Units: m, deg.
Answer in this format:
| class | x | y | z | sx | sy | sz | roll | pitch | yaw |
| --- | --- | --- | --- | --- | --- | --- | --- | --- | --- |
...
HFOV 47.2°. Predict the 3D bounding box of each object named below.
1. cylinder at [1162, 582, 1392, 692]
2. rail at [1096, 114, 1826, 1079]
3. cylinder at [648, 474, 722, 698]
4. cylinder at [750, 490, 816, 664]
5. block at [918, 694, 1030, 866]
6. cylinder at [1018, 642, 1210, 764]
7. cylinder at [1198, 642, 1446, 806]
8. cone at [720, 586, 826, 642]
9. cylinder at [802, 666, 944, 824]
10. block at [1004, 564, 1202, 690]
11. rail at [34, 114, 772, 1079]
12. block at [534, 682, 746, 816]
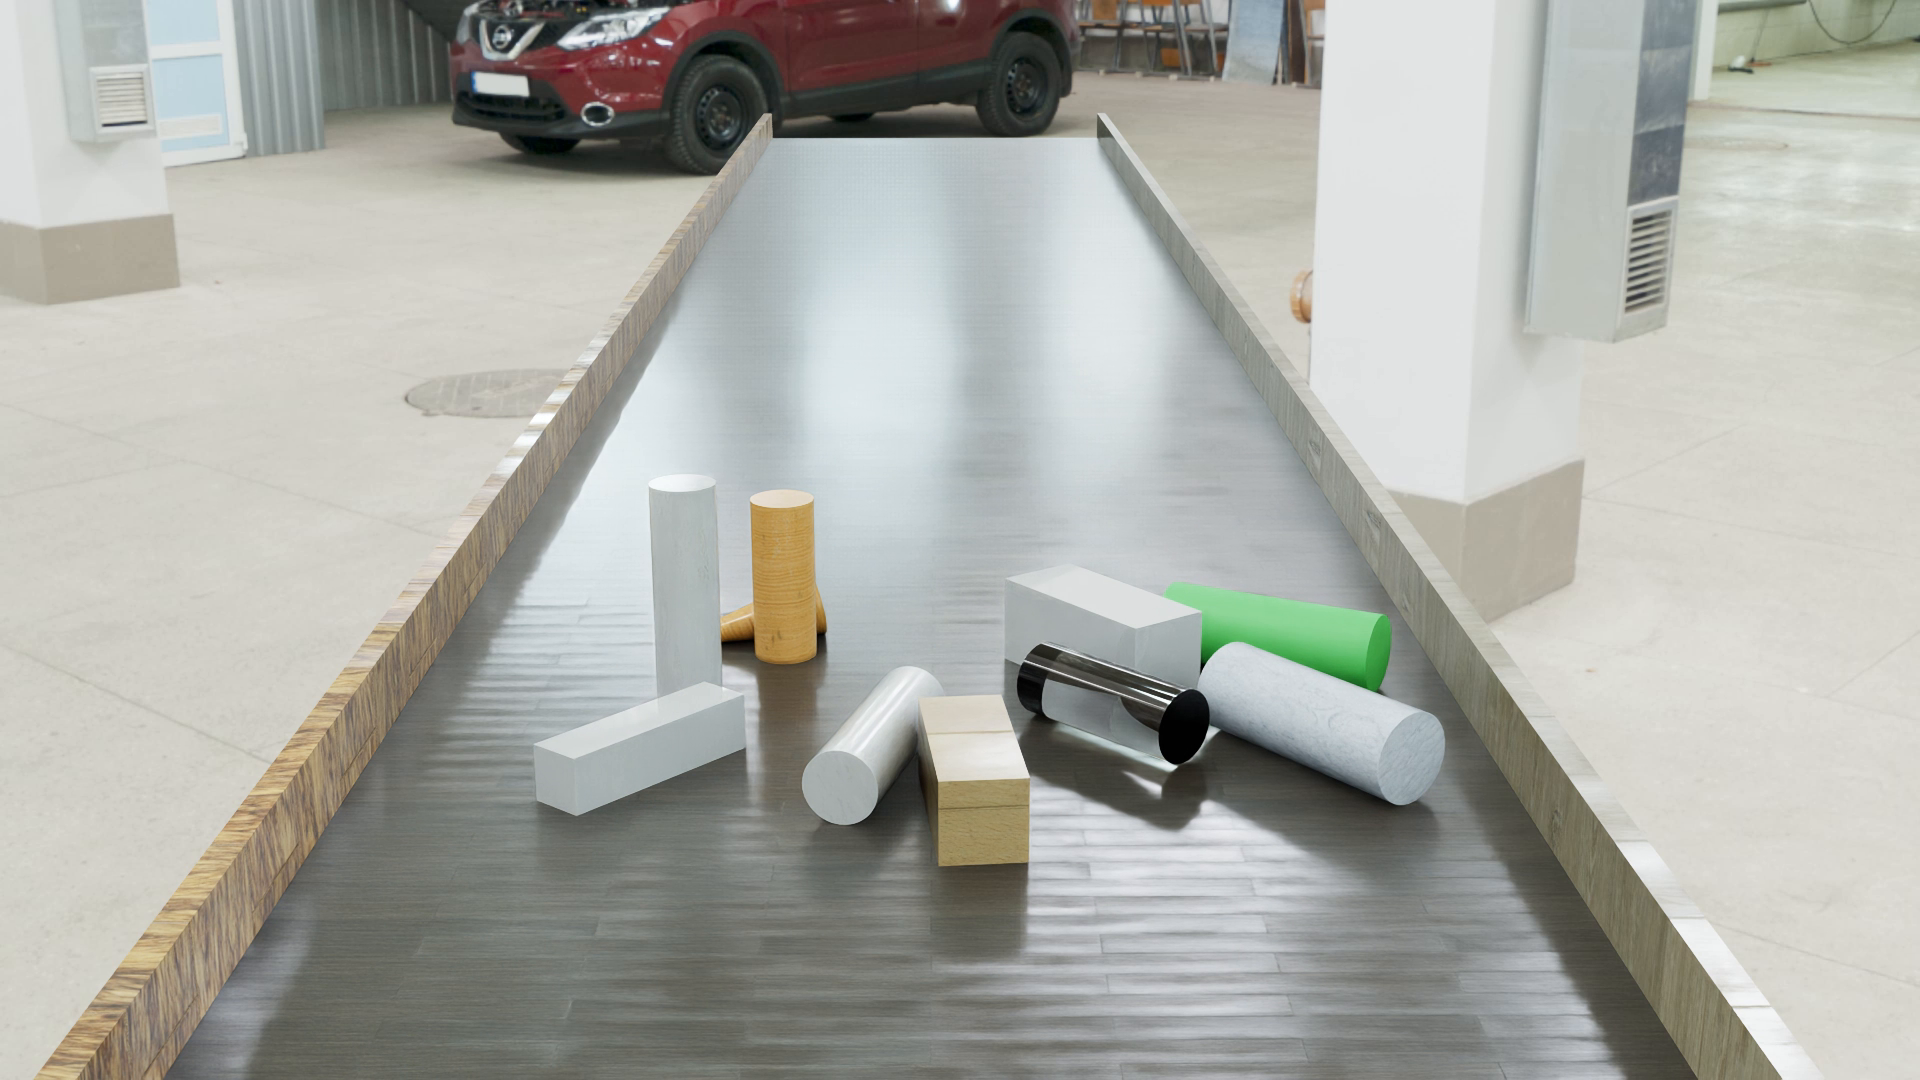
| class | x | y | z | sx | sy | sz | roll | pitch | yaw |
| --- | --- | --- | --- | --- | --- | --- | --- | --- | --- |
| cylinder | 0.614 | 0.189 | 4.322 | 0.432 | 0.153 | 0.153 | 9 | 19 | 27 |
| rail | 0.932 | -0.844 | 7.801 | 0.050 | 0.150 | 12.000 | 0 | 17 | -1 |
| cylinder | -0.511 | 0.104 | 4.111 | 0.124 | 0.437 | 0.124 | 0 | 17 | 0 |
| cylinder | -0.352 | 0.073 | 4.402 | 0.126 | 0.326 | 0.126 | 0 | 18 | 0 |
| block | 0.019 | 0.393 | 3.652 | 0.145 | 0.145 | 0.374 | -2 | 17 | -6 |
| cylinder | 0.276 | 0.293 | 4.000 | 0.137 | 0.137 | 0.350 | -15 | 22 | -41 |
| cylinder | 0.628 | 0.317 | 3.872 | 0.165 | 0.165 | 0.444 | -12 | 20 | -35 |
| cone | -0.457 | 0.177 | 4.524 | 0.344 | 0.125 | 0.125 | -15 | 20 | -13 |
| cylinder | -0.143 | 0.350 | 3.817 | 0.132 | 0.132 | 0.421 | 4 | 17 | 14 |
| block | 0.275 | 0.187 | 4.303 | 0.169 | 0.169 | 0.390 | -12 | 21 | -36 |
| rail | -1.118 | -0.838 | 7.780 | 0.050 | 0.150 | 12.000 | 0 | 17 | -1 |
| block | -0.553 | 0.359 | 3.839 | 0.103 | 0.103 | 0.397 | 13 | 21 | 38 |
